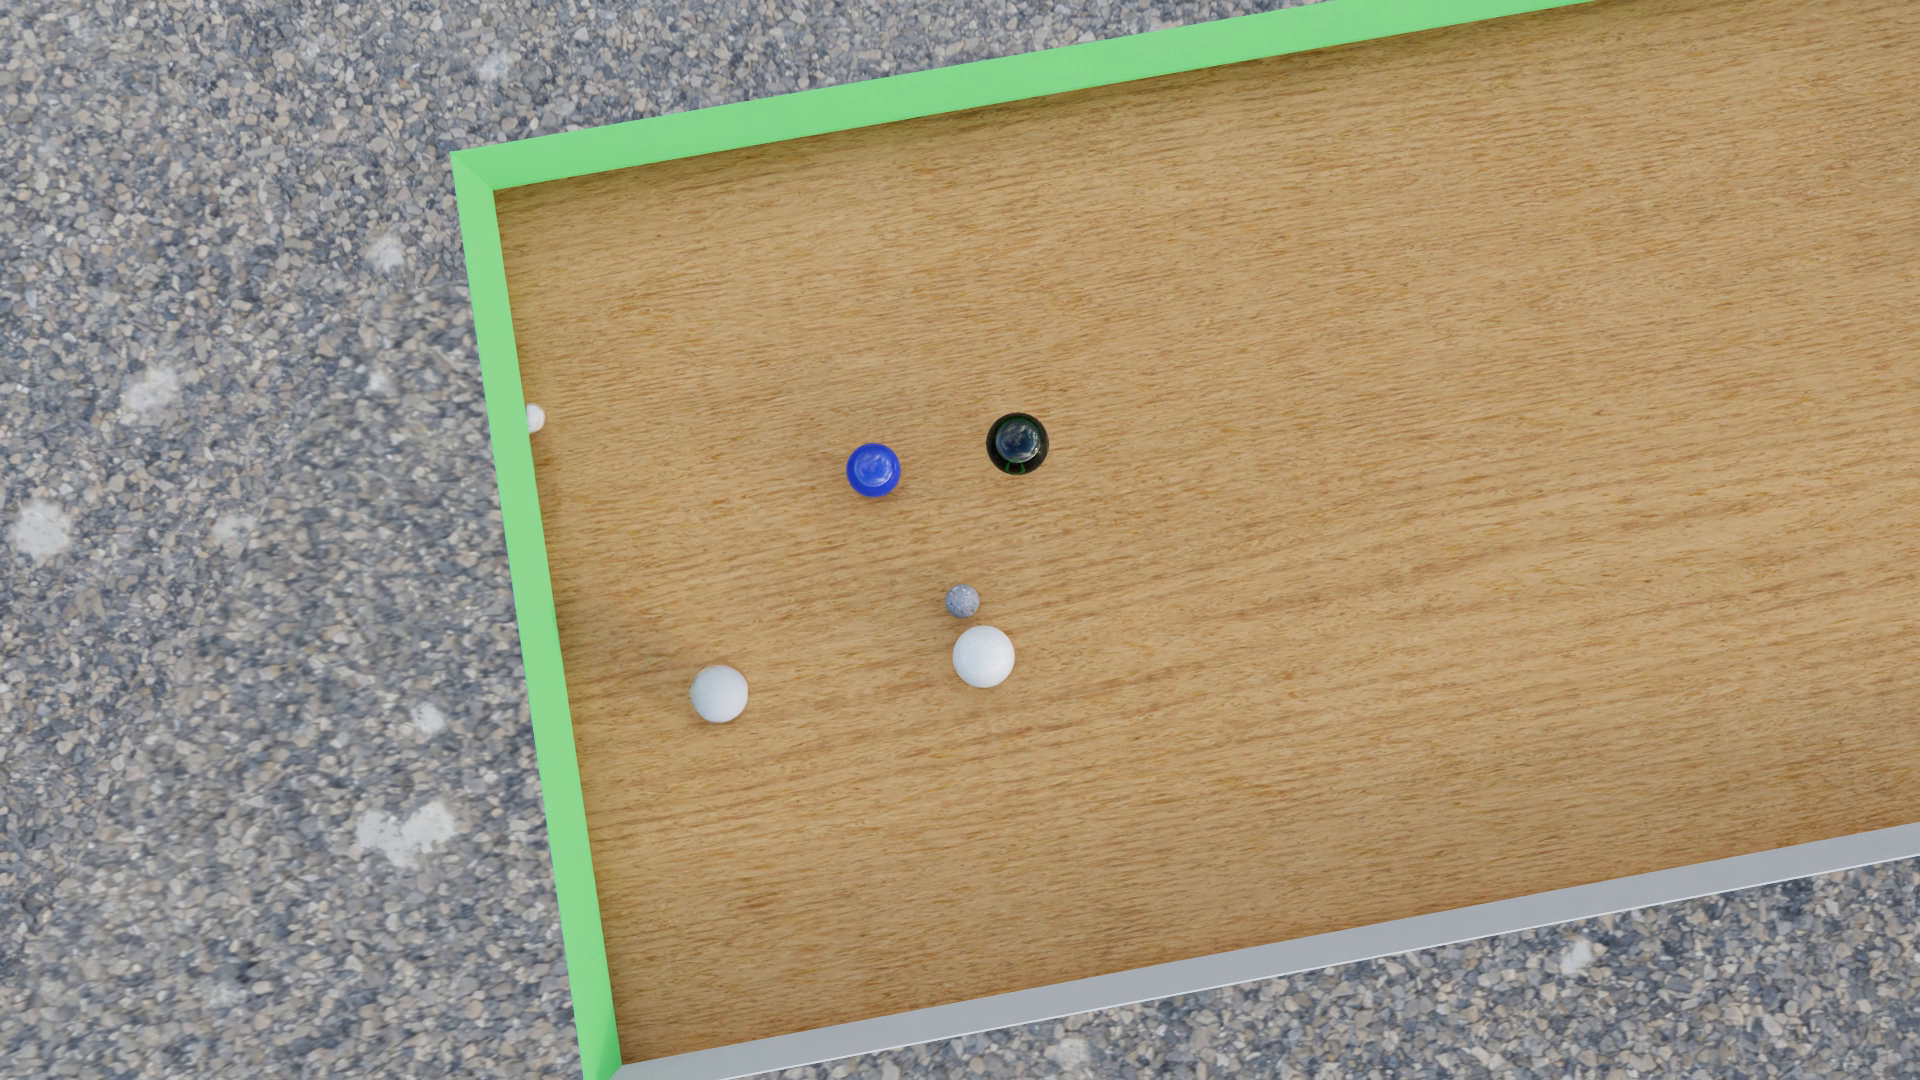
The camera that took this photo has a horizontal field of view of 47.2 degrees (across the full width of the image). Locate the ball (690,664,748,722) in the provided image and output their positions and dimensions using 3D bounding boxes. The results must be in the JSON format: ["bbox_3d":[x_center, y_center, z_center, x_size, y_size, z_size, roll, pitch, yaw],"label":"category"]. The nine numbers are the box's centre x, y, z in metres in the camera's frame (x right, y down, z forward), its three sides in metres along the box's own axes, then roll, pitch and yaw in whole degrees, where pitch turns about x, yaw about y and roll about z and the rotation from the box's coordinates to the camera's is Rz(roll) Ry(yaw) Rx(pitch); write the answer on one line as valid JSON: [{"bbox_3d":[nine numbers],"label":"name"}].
[{"bbox_3d":[-0.356,0.227,3.248,0.086,0.086,0.086,0,78,0],"label":"ball"}]

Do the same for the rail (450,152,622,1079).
[{"bbox_3d":[-0.622,0.106,3.253,0.045,0.125,1.427,-10,78,-2],"label":"rail"}]

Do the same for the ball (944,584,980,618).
[{"bbox_3d":[0.003,0.092,3.294,0.052,0.052,0.052,0,78,0],"label":"ball"}]

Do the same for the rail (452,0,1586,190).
[{"bbox_3d":[0.521,-0.786,3.440,2.625,0.125,0.045,-10,78,-2],"label":"rail"}]

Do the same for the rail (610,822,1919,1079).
[{"bbox_3d":[0.770,0.543,3.161,2.625,0.125,0.045,-10,78,-2],"label":"rail"}]

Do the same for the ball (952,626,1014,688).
[{"bbox_3d":[0.035,0.173,3.256,0.093,0.093,0.093,0,78,0],"label":"ball"}]

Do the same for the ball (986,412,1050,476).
[{"bbox_3d":[0.087,-0.145,3.321,0.096,0.096,0.096,0,78,0],"label":"ball"}]

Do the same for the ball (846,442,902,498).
[{"bbox_3d":[-0.131,-0.105,3.319,0.084,0.084,0.084,0,78,0],"label":"ball"}]

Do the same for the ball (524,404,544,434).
[{"bbox_3d":[-0.656,-0.185,3.356,0.044,0.044,0.044,0,78,0],"label":"ball"}]
